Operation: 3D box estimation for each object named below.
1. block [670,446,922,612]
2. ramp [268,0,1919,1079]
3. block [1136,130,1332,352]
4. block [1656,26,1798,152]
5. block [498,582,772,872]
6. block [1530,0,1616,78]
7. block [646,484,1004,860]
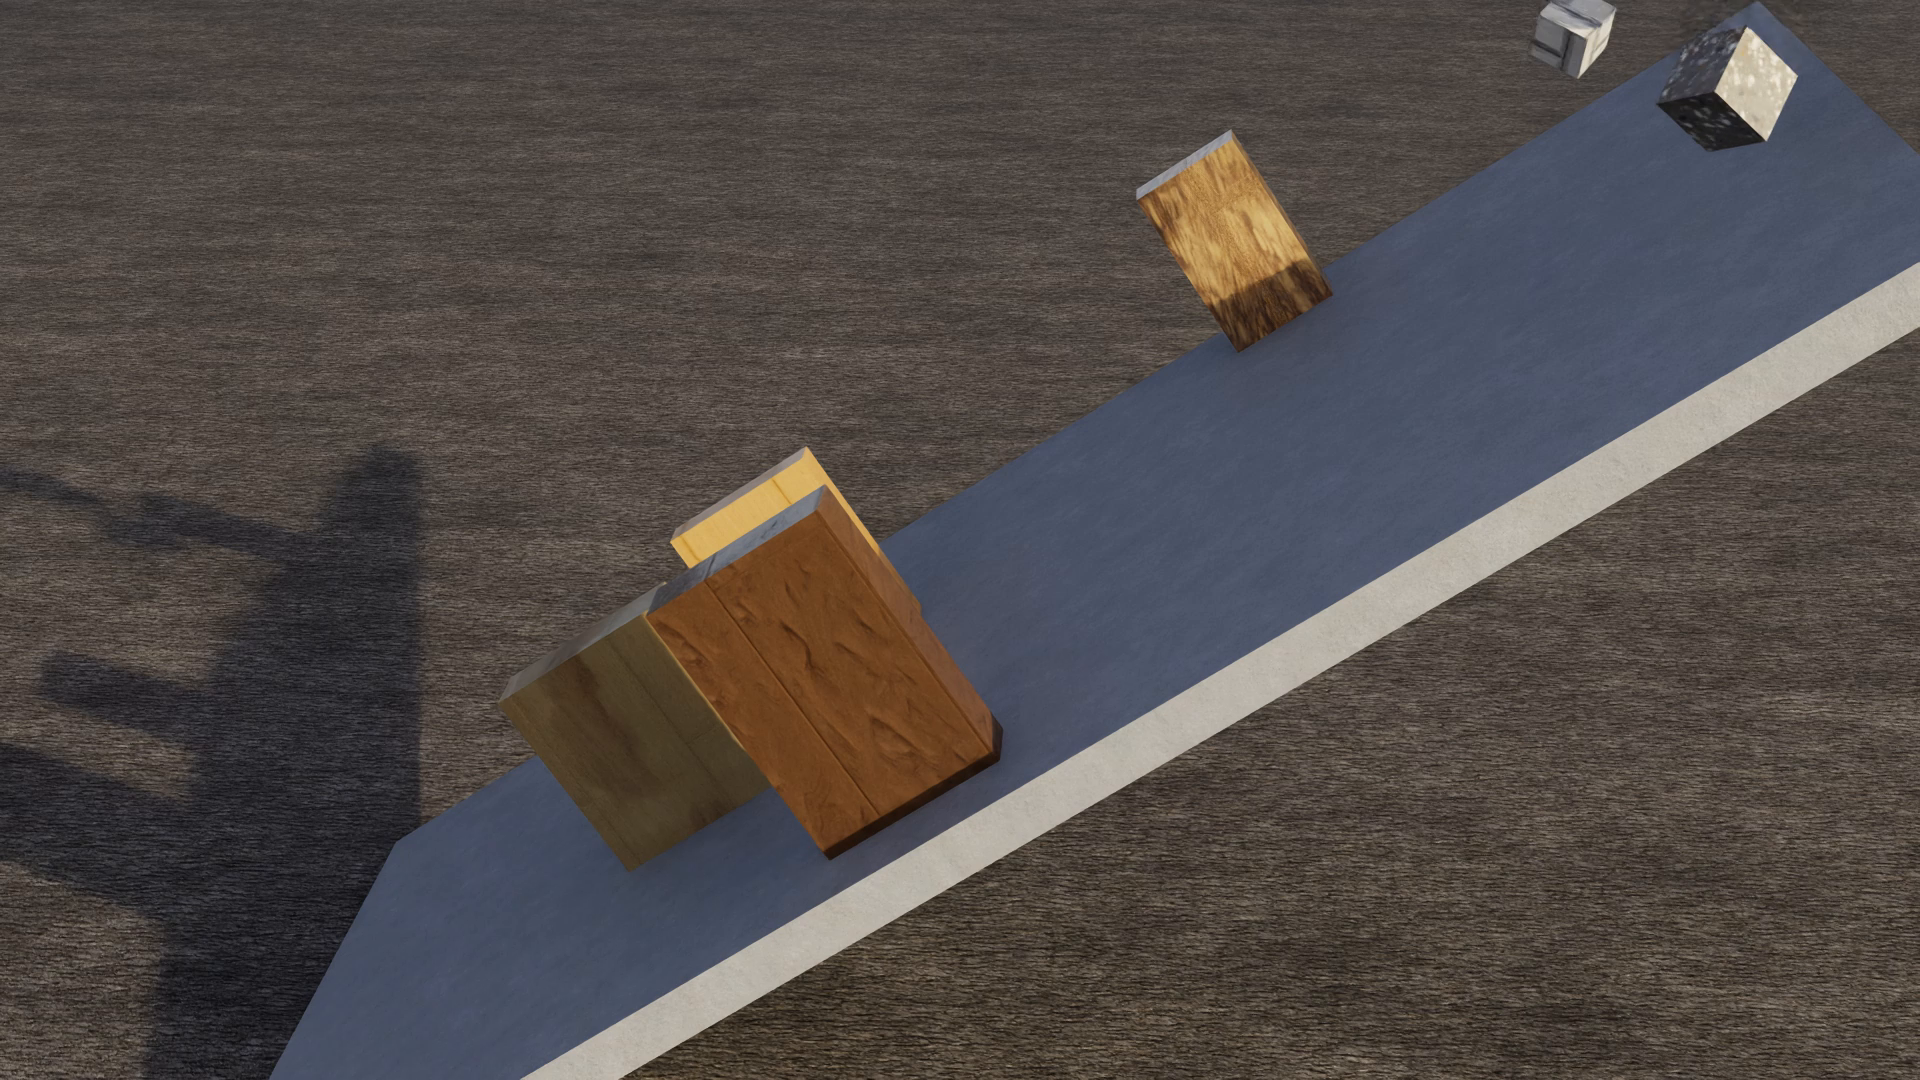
[{"bbox_3d":[-0.366,0.077,6.602,0.362,0.456,0.085,-32,16,14],"label":"block"},{"bbox_3d":[0.138,0.172,6.300,4.000,0.100,2.000,-32,16,14],"label":"ramp"},{"bbox_3d":[0.635,-0.690,6.805,0.258,0.435,0.106,-32,16,14],"label":"block"},{"bbox_3d":[1.455,-0.854,5.581,0.154,0.154,0.154,36,-18,-24],"label":"block"},{"bbox_3d":[-0.666,0.399,6.253,0.411,0.468,0.140,-32,16,14],"label":"block"},{"bbox_3d":[1.213,-1.007,5.818,0.110,0.110,0.110,32,61,20],"label":"block"},{"bbox_3d":[-0.250,0.253,5.551,0.392,0.597,0.141,-32,16,14],"label":"block"}]
